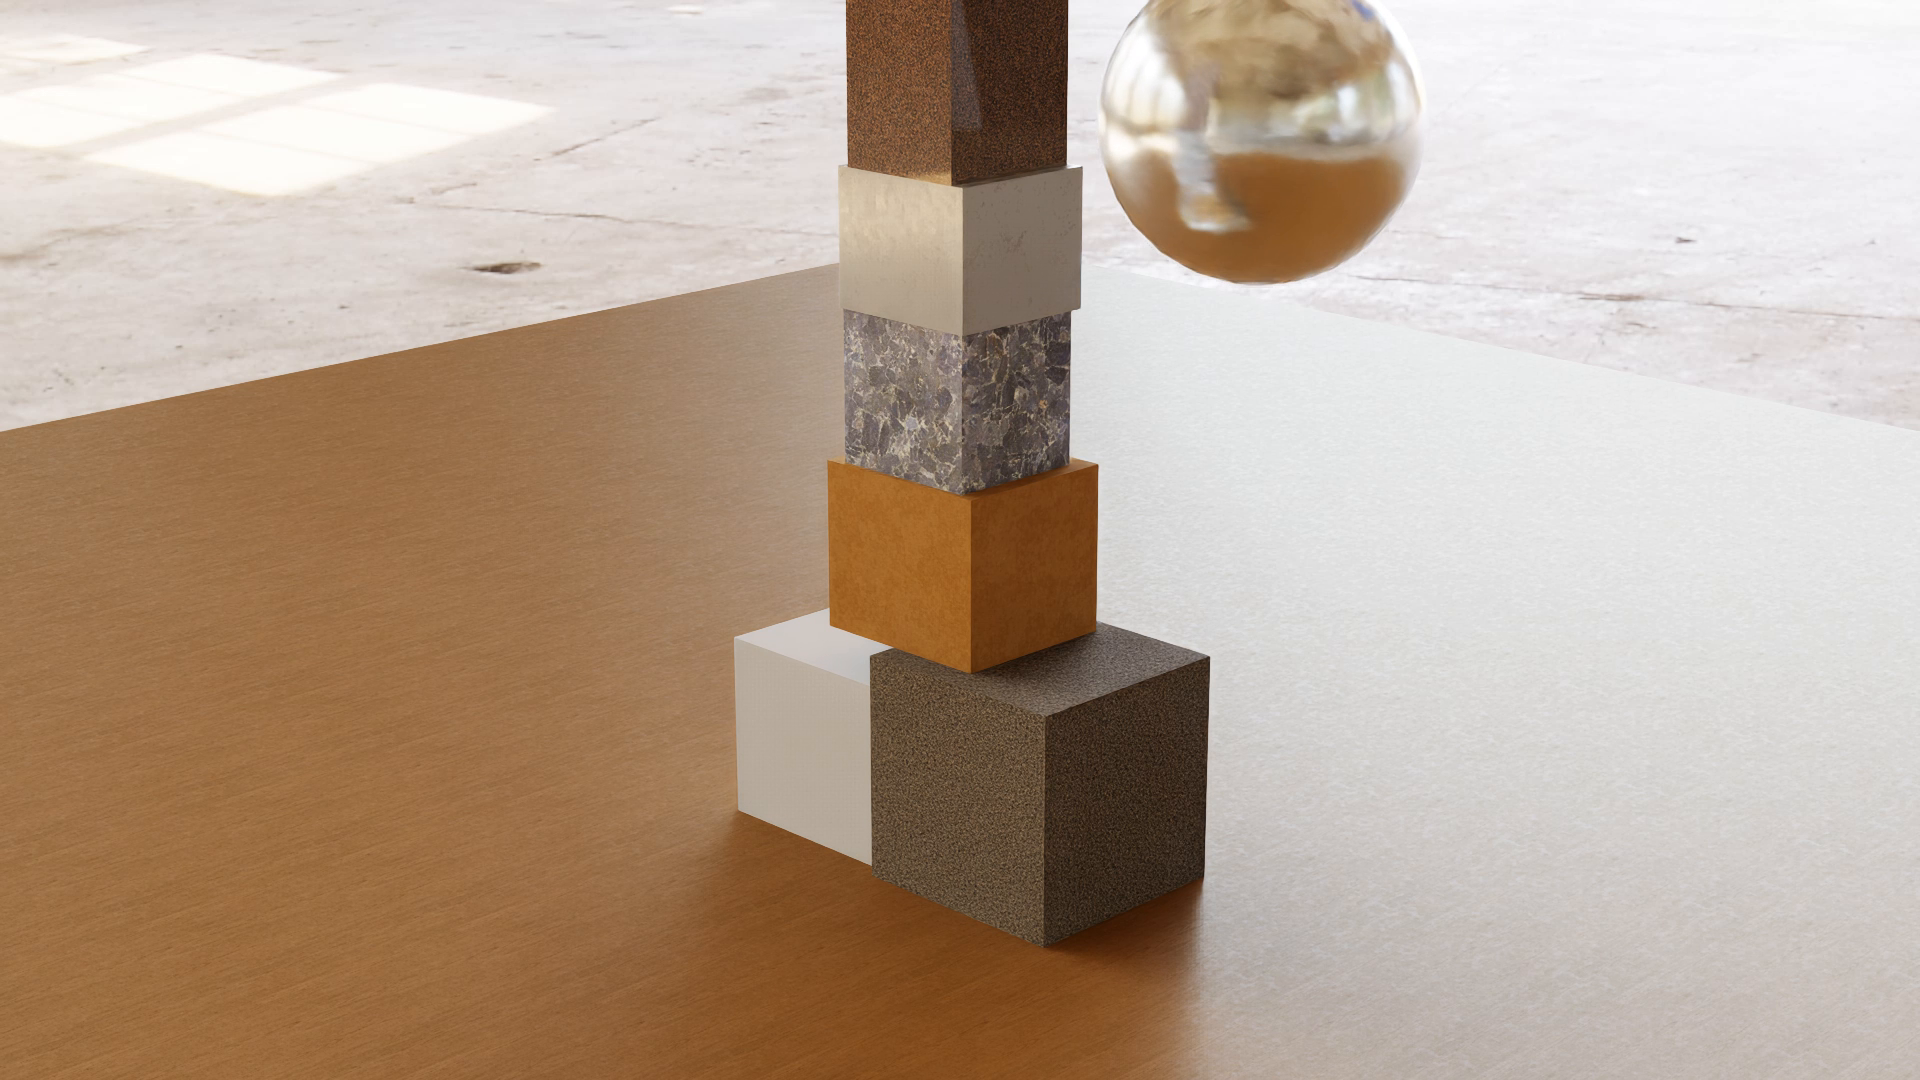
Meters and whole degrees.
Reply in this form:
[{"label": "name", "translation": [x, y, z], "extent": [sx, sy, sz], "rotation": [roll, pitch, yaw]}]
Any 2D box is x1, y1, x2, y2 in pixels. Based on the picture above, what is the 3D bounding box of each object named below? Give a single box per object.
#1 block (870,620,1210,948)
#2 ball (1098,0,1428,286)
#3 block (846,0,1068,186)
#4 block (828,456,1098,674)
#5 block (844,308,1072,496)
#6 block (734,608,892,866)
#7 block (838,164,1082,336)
[{"label": "block", "translation": [0.358, 1.029, 13.283], "extent": [1.074, 1.071, 1.083], "rotation": [-17, 24, -42]}, {"label": "ball", "translation": [1.467, -2.035, 14.240], "extent": [1.600, 1.600, 1.600], "rotation": [0, 17, 0]}, {"label": "block", "translation": [-0.011, -2.012, 12.698], "extent": [0.714, 0.791, 0.642], "rotation": [-17, 24, -42]}, {"label": "block", "translation": [0.012, 0.026, 13.363], "extent": [0.818, 0.794, 0.917], "rotation": [-17, 24, -42]}, {"label": "block", "translation": [-0.012, -0.685, 13.113], "extent": [0.687, 0.713, 0.744], "rotation": [-17, 24, -42]}, {"label": "block", "translation": [-0.399, 0.897, 14.015], "extent": [0.895, 0.885, 1.012], "rotation": [-17, 24, -42]}, {"label": "block", "translation": [0.002, -1.334, 12.925], "extent": [0.745, 0.638, 0.770], "rotation": [-17, 24, -42]}]
